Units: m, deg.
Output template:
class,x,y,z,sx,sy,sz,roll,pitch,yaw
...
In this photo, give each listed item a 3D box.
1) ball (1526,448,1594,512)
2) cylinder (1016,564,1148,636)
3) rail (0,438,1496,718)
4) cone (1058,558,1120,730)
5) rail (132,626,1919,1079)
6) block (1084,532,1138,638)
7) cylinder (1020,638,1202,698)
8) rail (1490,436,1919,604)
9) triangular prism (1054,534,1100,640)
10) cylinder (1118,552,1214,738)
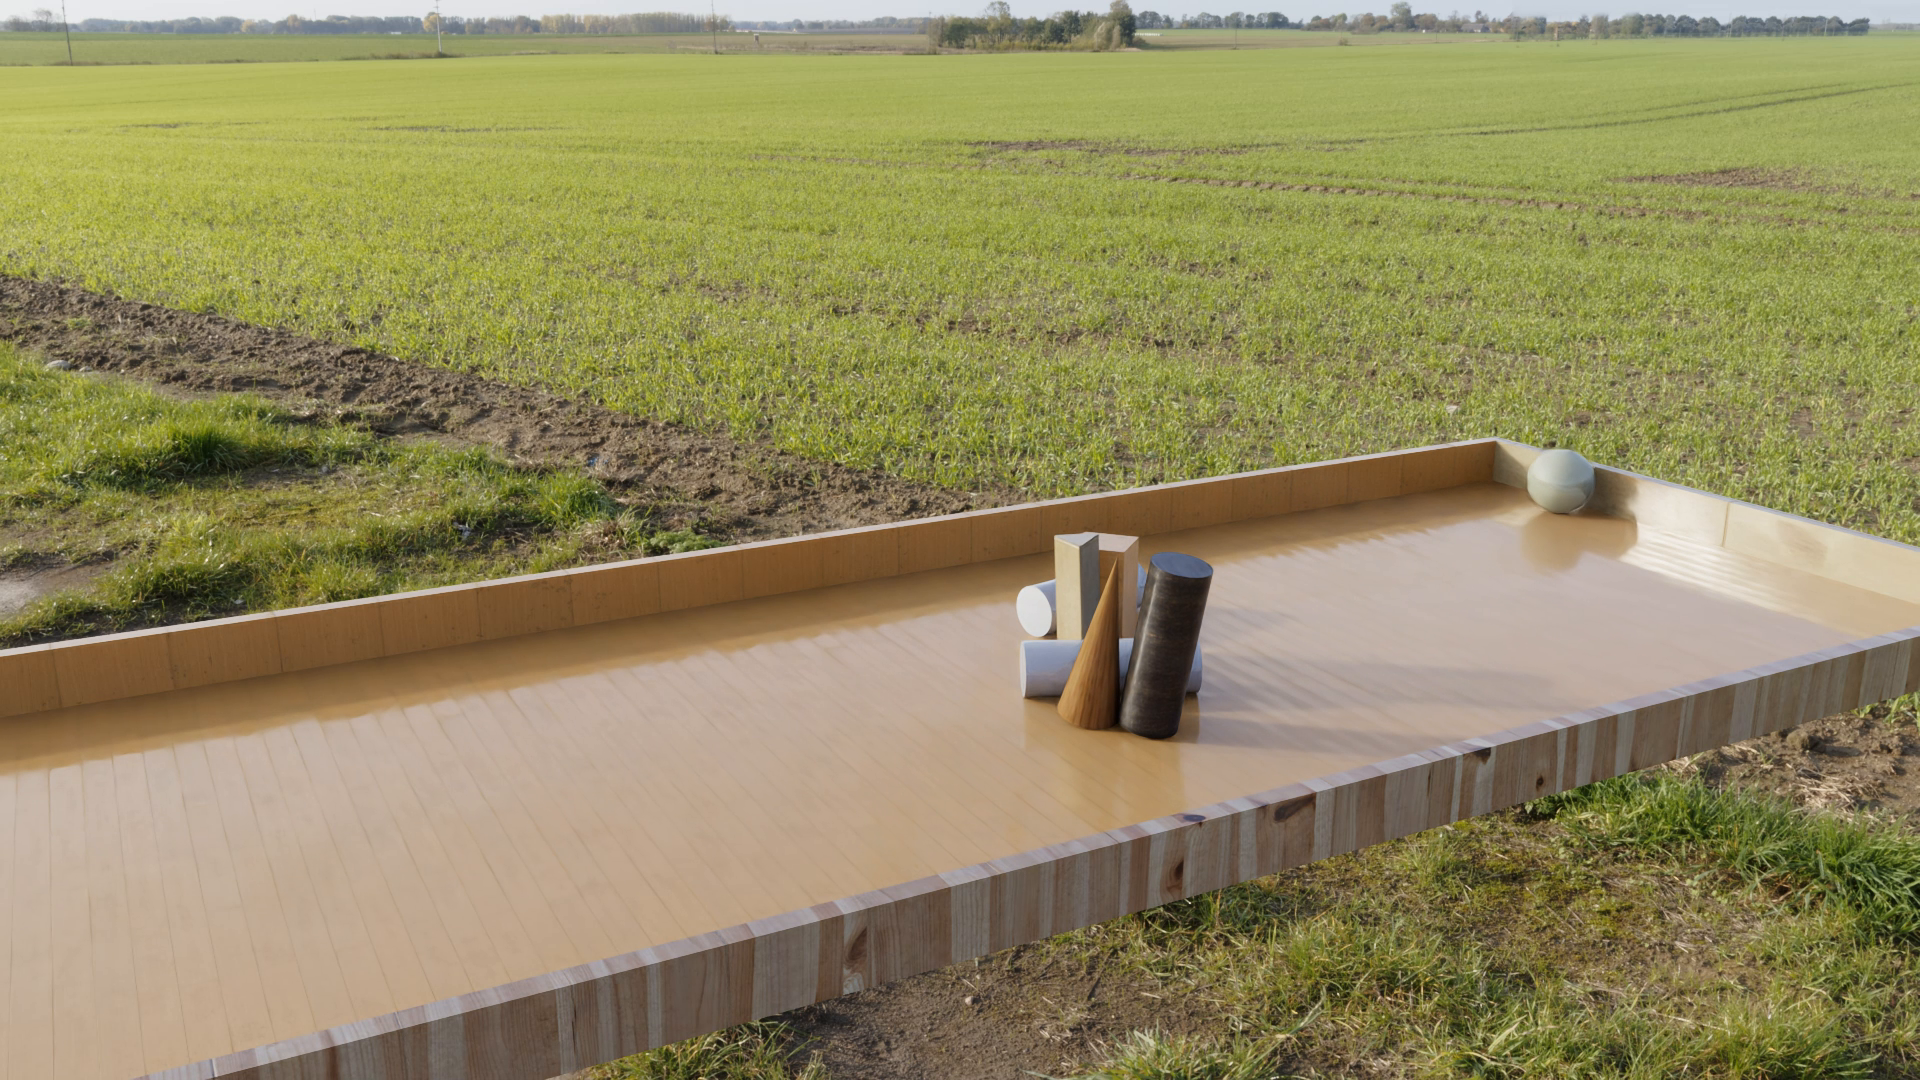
class,x,y,z,sx,sy,sz,roll,pitch,yaw
ball,2.059,-0.204,5.656,0.221,0.221,0.221,0,16,0
cylinder,0.344,0.159,4.565,0.376,0.141,0.141,-13,21,-38
rail,-3.305,0.497,3.399,12.000,0.150,0.050,-9,18,-27
cone,0.331,0.220,3.819,0.151,0.422,0.151,6,26,-3
rail,-2.336,1.006,1.665,12.000,0.150,0.050,-9,18,-27
block,0.368,0.157,4.254,0.144,0.319,0.144,6,18,20
cylinder,0.368,0.311,4.051,0.430,0.139,0.139,-1,16,-4
rail,2.466,-0.048,5.253,0.050,0.150,2.100,-9,18,-27
triangular prism,0.313,0.164,4.148,0.094,0.360,0.109,-13,20,-30
cylinder,0.468,0.242,3.778,0.143,0.406,0.143,8,22,-3
